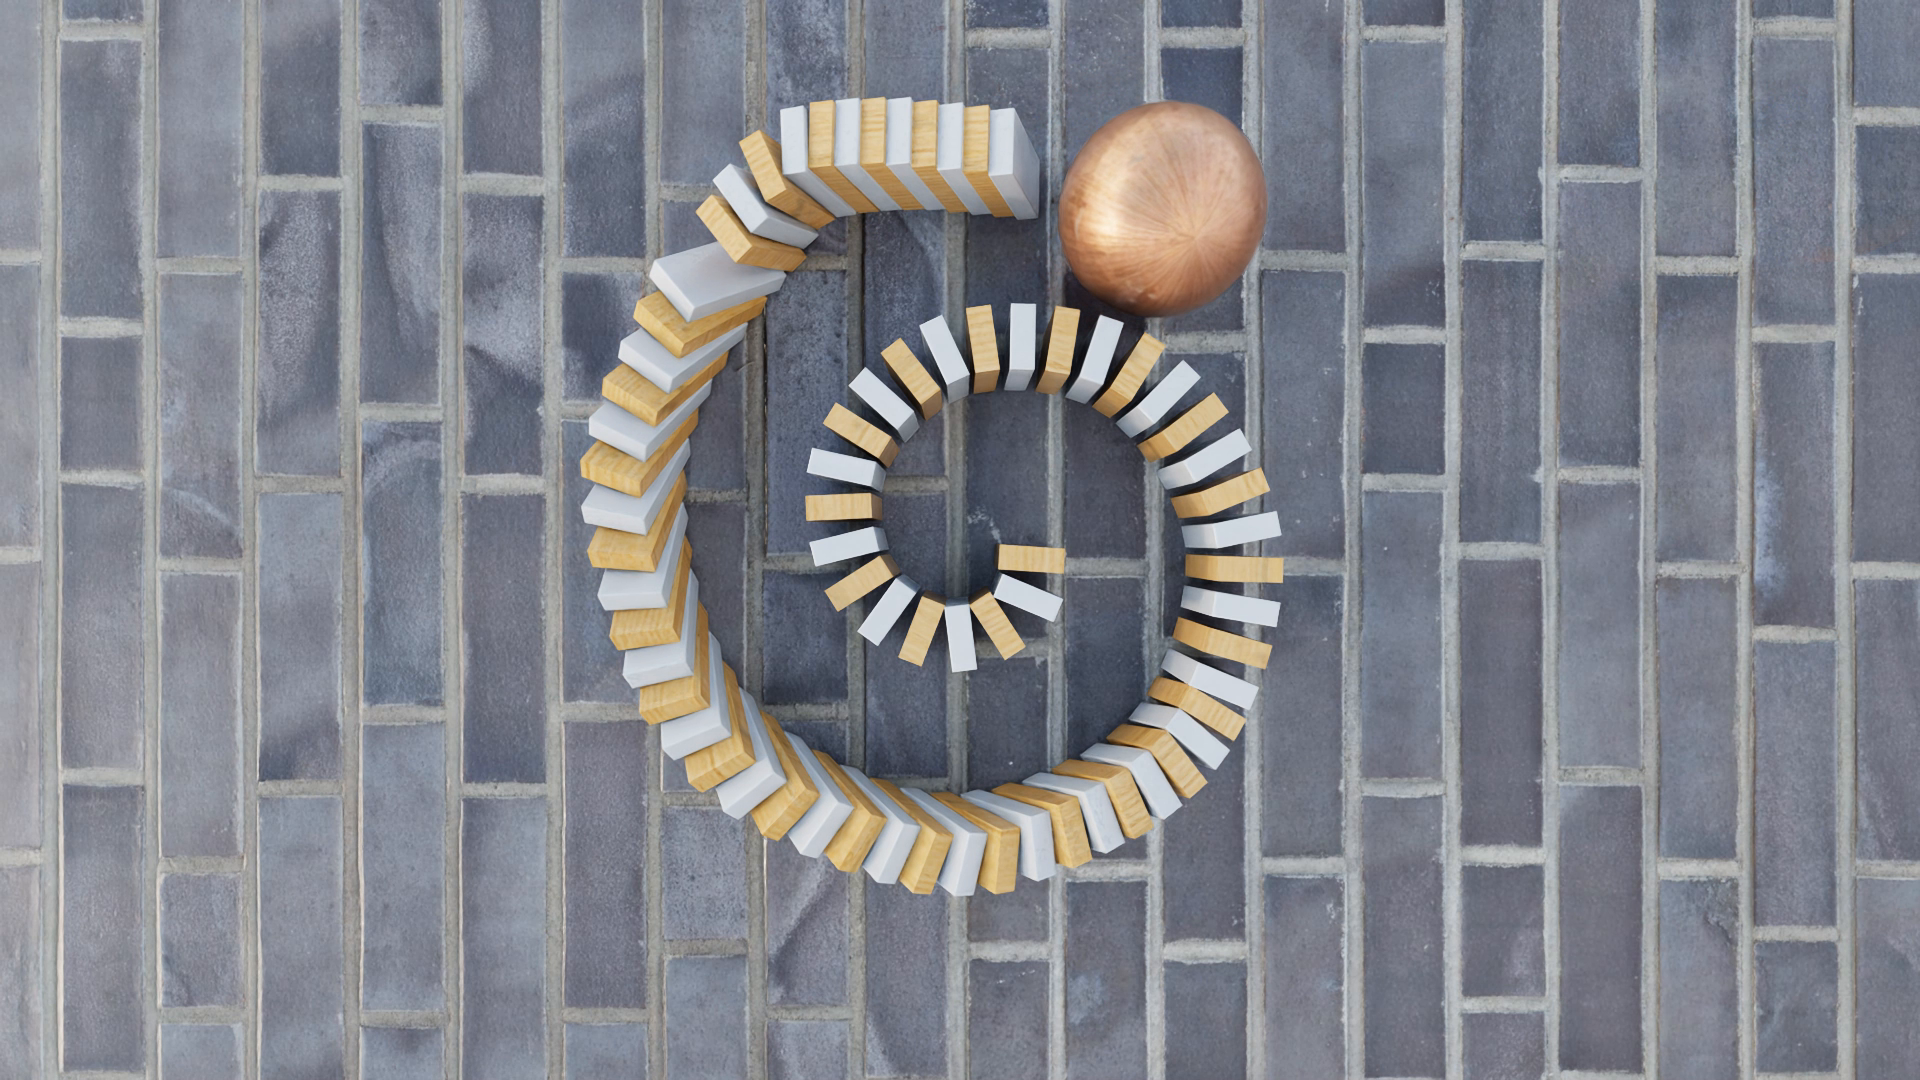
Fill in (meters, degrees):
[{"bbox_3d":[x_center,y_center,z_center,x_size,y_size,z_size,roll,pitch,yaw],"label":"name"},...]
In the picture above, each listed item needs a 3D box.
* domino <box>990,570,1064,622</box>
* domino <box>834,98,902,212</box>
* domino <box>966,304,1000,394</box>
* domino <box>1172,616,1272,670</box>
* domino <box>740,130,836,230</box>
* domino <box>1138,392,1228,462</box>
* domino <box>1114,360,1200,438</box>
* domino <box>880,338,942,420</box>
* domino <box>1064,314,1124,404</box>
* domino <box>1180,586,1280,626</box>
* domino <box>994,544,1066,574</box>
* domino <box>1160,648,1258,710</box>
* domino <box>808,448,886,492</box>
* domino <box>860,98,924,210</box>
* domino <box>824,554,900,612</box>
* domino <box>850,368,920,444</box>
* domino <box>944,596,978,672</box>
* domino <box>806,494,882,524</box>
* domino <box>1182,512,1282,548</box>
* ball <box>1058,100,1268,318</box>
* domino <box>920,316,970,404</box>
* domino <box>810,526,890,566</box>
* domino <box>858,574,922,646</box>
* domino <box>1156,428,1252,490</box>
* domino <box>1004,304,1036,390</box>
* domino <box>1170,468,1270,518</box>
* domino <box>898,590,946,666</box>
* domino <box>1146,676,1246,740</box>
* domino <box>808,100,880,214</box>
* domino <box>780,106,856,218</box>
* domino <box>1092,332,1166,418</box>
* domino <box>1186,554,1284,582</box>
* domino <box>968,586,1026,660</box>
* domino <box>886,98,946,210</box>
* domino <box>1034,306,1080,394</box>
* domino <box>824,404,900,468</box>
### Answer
[{"bbox_3d":[0.026,0.022,0.375,0.025,0.050,0.010,23,90,0],"label":"domino"},{"bbox_3d":[-0.036,-0.156,0.375,0.010,0.050,0.025,1,90,16],"label":"domino"},{"bbox_3d":[0.009,-0.077,0.375,0.010,0.050,0.025,-8,90,0],"label":"domino"},{"bbox_3d":[0.106,0.041,0.375,0.025,0.050,0.010,16,90,0],"label":"domino"},{"bbox_3d":[-0.069,-0.146,0.375,0.009,0.050,0.025,-24,90,16],"label":"domino"},{"bbox_3d":[0.090,-0.045,0.375,0.025,0.050,0.010,-37,90,0],"label":"domino"},{"bbox_3d":[0.080,-0.057,0.375,0.009,0.050,0.025,45,90,0],"label":"domino"},{"bbox_3d":[-0.019,-0.065,0.375,0.010,0.050,0.025,-38,90,0],"label":"domino"},{"bbox_3d":[0.054,-0.073,0.375,0.009,0.050,0.025,19,90,0],"label":"domino"},{"bbox_3d":[0.109,0.027,0.375,0.025,0.050,0.009,10,90,0],"label":"domino"},{"bbox_3d":[0.027,0.007,0.375,0.025,0.050,0.010,4,90,0],"label":"domino"},{"bbox_3d":[0.101,0.056,0.375,0.025,0.050,0.009,22,90,0],"label":"domino"},{"bbox_3d":[-0.045,-0.028,0.375,0.025,0.050,0.010,12,90,0],"label":"domino"},{"bbox_3d":[-0.027,-0.156,0.375,0.010,0.050,0.025,1,90,16],"label":"domino"},{"bbox_3d":[-0.039,0.017,0.375,0.025,0.050,0.009,-32,90,0],"label":"domino"},{"bbox_3d":[-0.030,-0.054,0.375,0.025,0.050,0.010,42,90,0],"label":"domino"},{"bbox_3d":[0.000,0.038,0.375,0.010,0.050,0.025,-7,90,0],"label":"domino"},{"bbox_3d":[-0.046,-0.013,0.375,0.025,0.050,0.010,-3,90,0],"label":"domino"},{"bbox_3d":[0.110,-0.004,0.375,0.025,0.050,0.009,-11,90,0],"label":"domino"},{"bbox_3d":[0.078,-0.128,0.360,0.080,0.080,0.080,0,90,0],"label":"ball"},{"bbox_3d":[-0.006,-0.073,0.375,0.009,0.050,0.025,-25,90,0],"label":"domino"},{"bbox_3d":[-0.044,0.002,0.375,0.025,0.050,0.009,-14,90,0],"label":"domino"},{"bbox_3d":[-0.028,0.028,0.375,0.009,0.050,0.025,36,90,0],"label":"domino"},{"bbox_3d":[0.098,-0.032,0.375,0.025,0.050,0.009,-30,90,0],"label":"domino"},{"bbox_3d":[0.024,-0.078,0.375,0.010,0.050,0.025,1,90,0],"label":"domino"},{"bbox_3d":[0.105,-0.019,0.375,0.025,0.050,0.009,-22,90,0],"label":"domino"},{"bbox_3d":[-0.015,0.035,0.375,0.009,0.050,0.025,21,90,0],"label":"domino"},{"bbox_3d":[0.095,0.068,0.375,0.025,0.050,0.009,32,85,0],"label":"domino"},{"bbox_3d":[-0.046,-0.155,0.375,0.009,0.050,0.025,1,90,16],"label":"domino"},{"bbox_3d":[-0.057,-0.153,0.375,0.009,0.050,0.025,-2,90,16],"label":"domino"},{"bbox_3d":[0.068,-0.066,0.375,0.010,0.050,0.025,32,90,0],"label":"domino"},{"bbox_3d":[0.111,0.011,0.375,0.025,0.050,0.010,2,90,0],"label":"domino"},{"bbox_3d":[0.014,0.033,0.375,0.009,0.050,0.025,-33,90,0],"label":"domino"},{"bbox_3d":[-0.017,-0.156,0.375,0.009,0.050,0.025,1,90,16],"label":"domino"},{"bbox_3d":[0.039,-0.076,0.375,0.010,0.050,0.025,9,90,0],"label":"domino"},{"bbox_3d":[-0.039,-0.042,0.375,0.025,0.050,0.009,32,90,0],"label":"domino"}]
